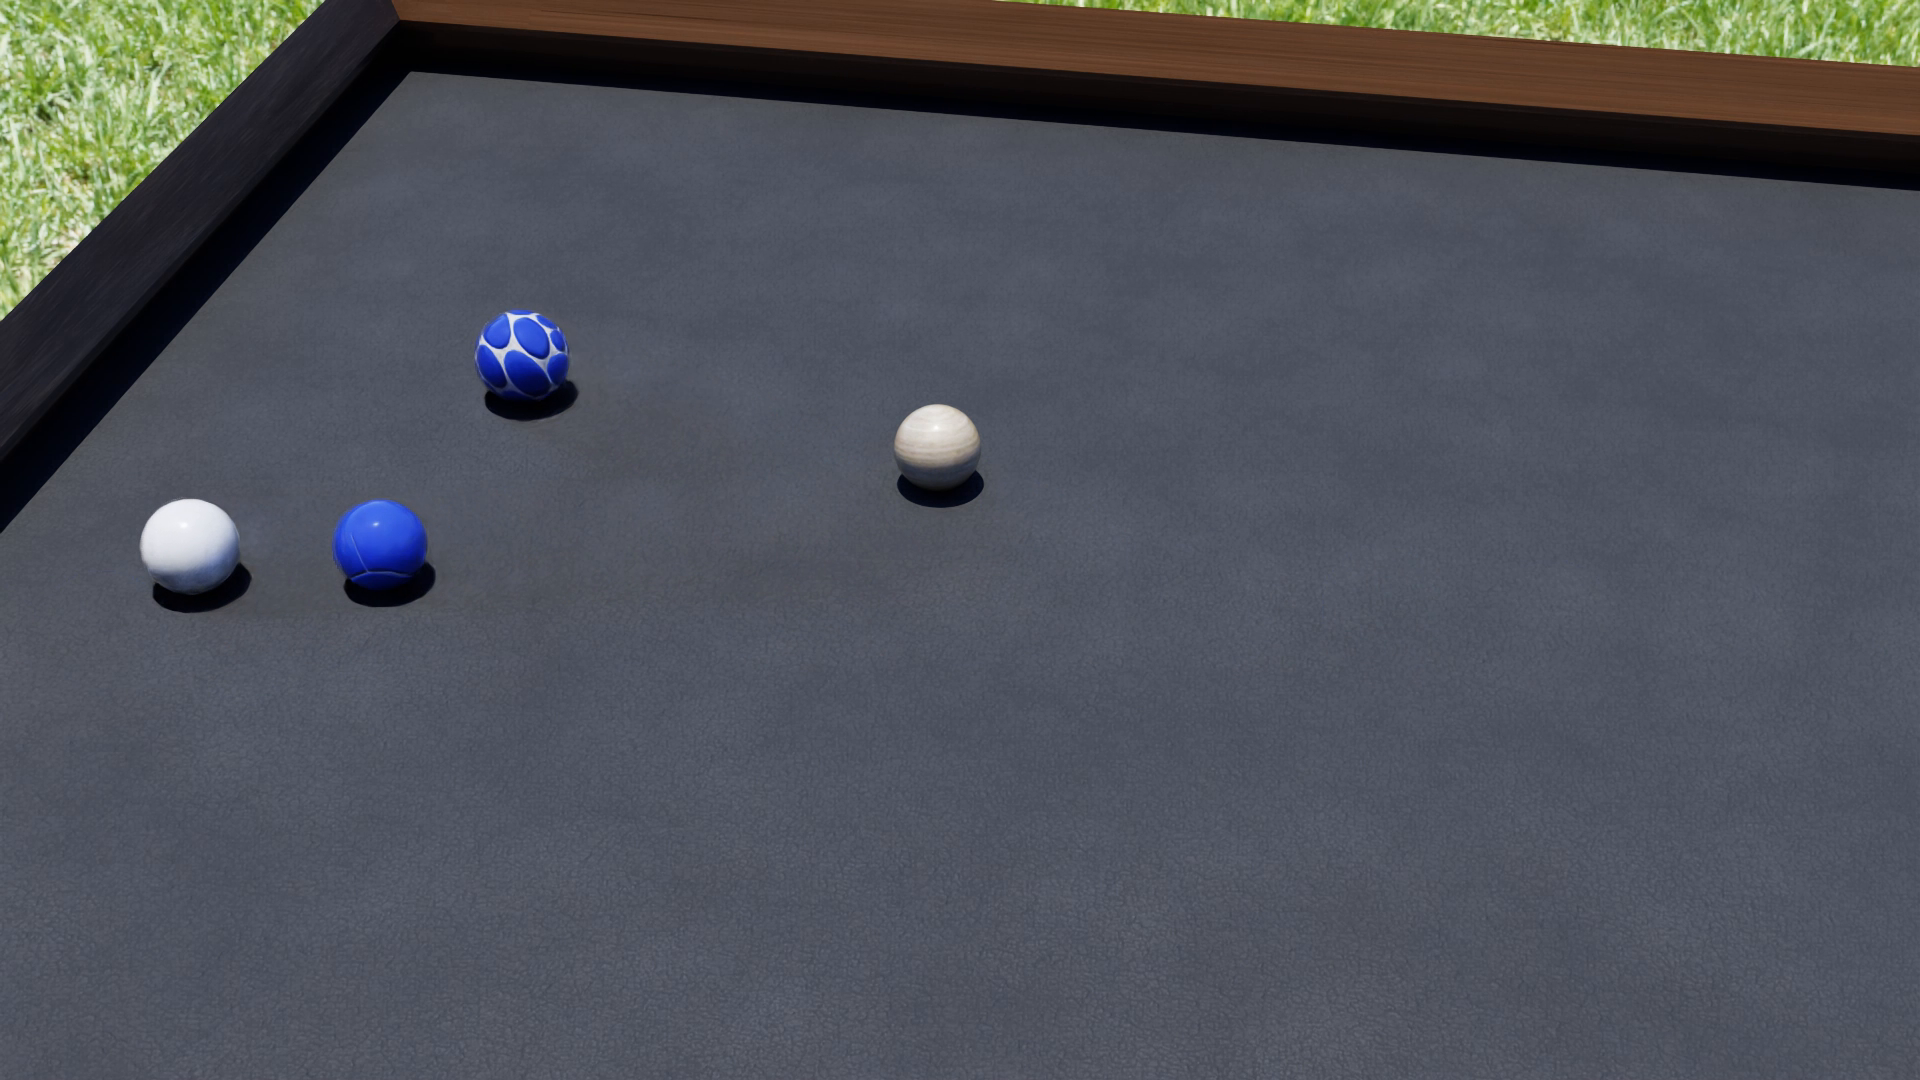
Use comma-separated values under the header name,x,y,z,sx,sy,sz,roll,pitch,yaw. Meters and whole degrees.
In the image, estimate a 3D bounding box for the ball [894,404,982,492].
name,x,y,z,sx,sy,sz,roll,pitch,yaw
ball,-0.018,-0.075,2.097,0.072,0.072,0.072,0,34,0

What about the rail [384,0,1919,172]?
name,x,y,z,sx,sy,sz,roll,pitch,yaw
rail,0.962,-0.407,2.549,3.270,0.112,0.045,6,35,9

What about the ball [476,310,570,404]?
name,x,y,z,sx,sy,sz,roll,pitch,yaw
ball,-0.376,-0.157,2.211,0.080,0.080,0.080,0,34,0

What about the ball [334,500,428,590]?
name,x,y,z,sx,sy,sz,roll,pitch,yaw
ball,-0.447,0.004,1.982,0.071,0.071,0.071,0,34,0

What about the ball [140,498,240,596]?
name,x,y,z,sx,sy,sz,roll,pitch,yaw
ball,-0.593,0.005,1.977,0.074,0.074,0.074,0,34,0

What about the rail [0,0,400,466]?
name,x,y,z,sx,sy,sz,roll,pitch,yaw
rail,-0.780,-0.098,2.094,0.045,0.112,1.768,6,35,9
